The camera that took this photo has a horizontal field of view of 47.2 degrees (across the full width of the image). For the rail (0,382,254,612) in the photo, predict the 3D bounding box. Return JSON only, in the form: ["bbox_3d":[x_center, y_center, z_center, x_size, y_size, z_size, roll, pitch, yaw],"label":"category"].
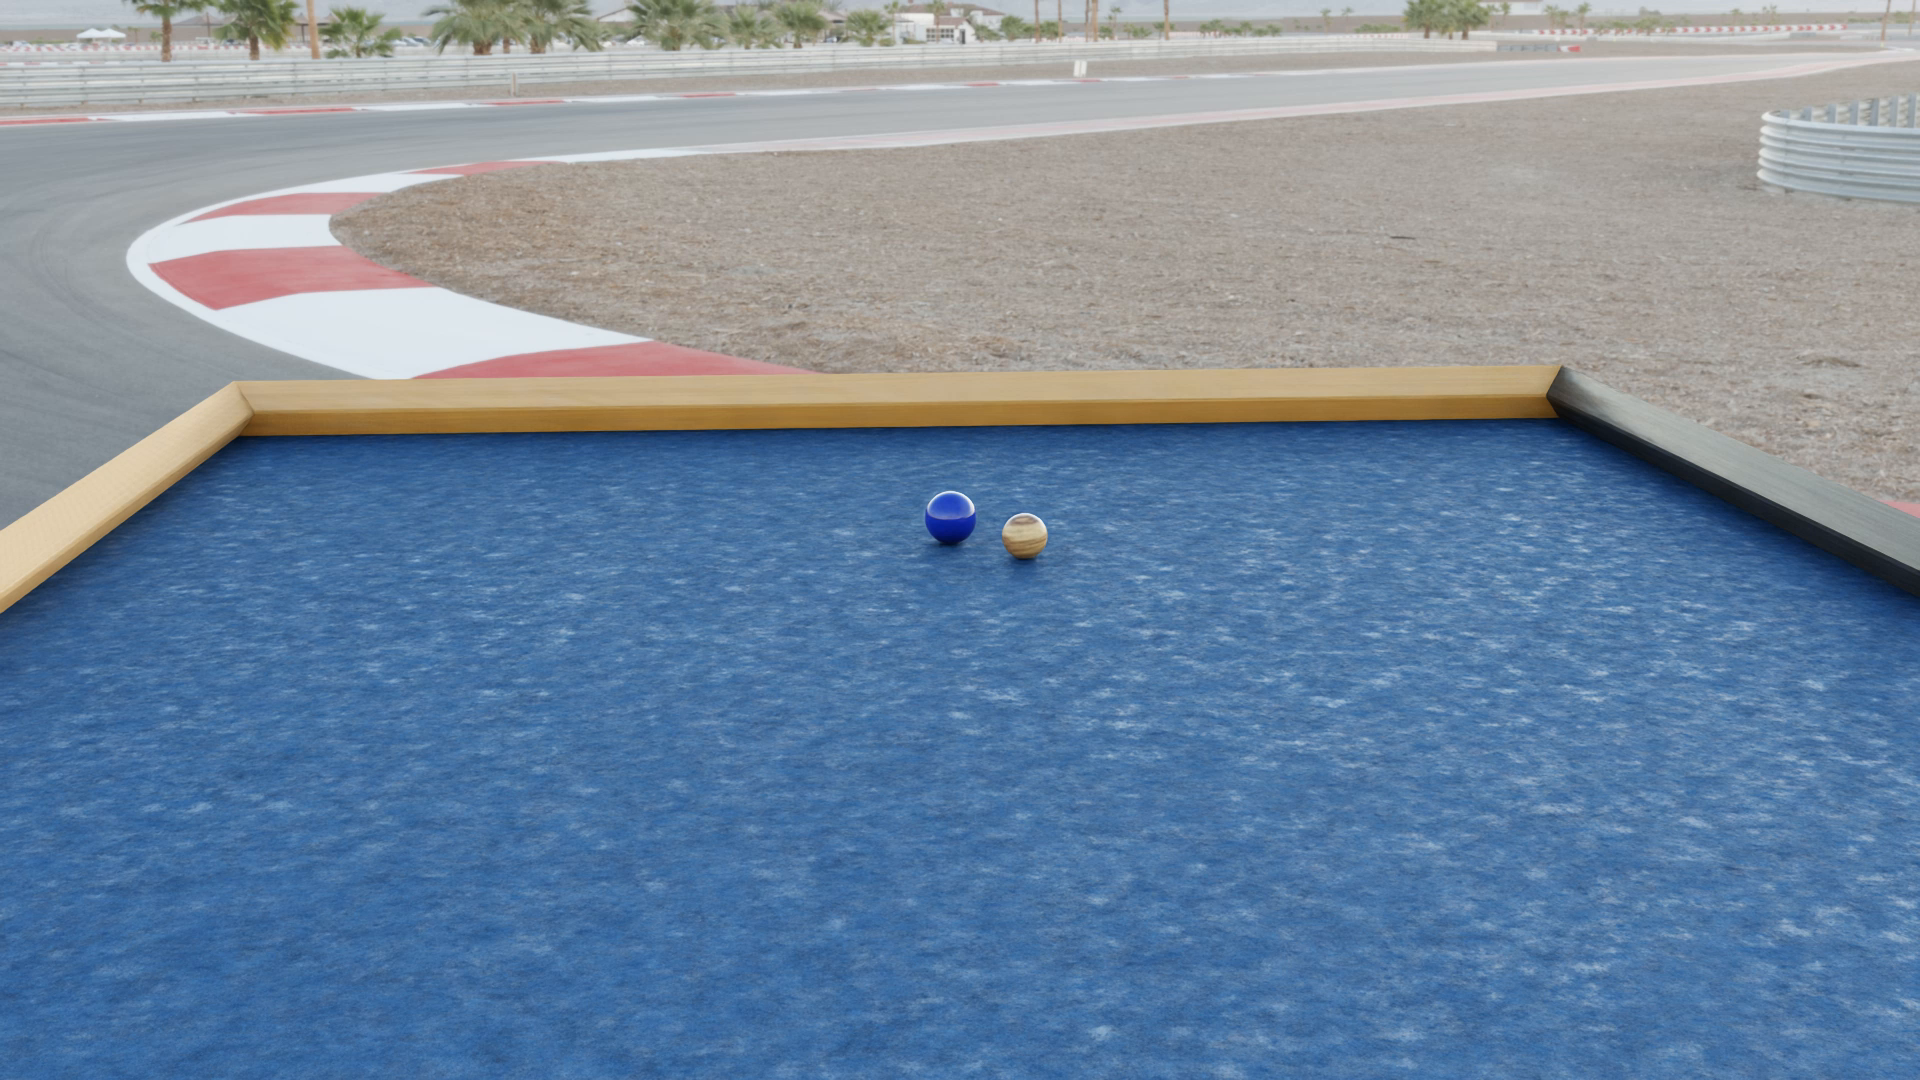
[{"bbox_3d":[-1.150,0.259,1.923,0.045,0.102,4.483,-1,13,-4],"label":"rail"}]

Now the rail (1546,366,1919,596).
[{"bbox_3d":[1.328,0.215,2.115,0.045,0.102,4.483,-1,13,-4],"label":"rail"}]

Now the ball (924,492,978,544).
[{"bbox_3d":[-0.014,-0.033,3.241,0.078,0.078,0.078,0,13,0],"label":"ball"}]

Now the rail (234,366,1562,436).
[{"bbox_3d":[-0.087,-0.263,4.173,2.533,0.102,0.045,-1,13,-4],"label":"rail"}]

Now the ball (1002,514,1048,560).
[{"bbox_3d":[0.093,-0.006,3.149,0.066,0.066,0.066,0,13,0],"label":"ball"}]
